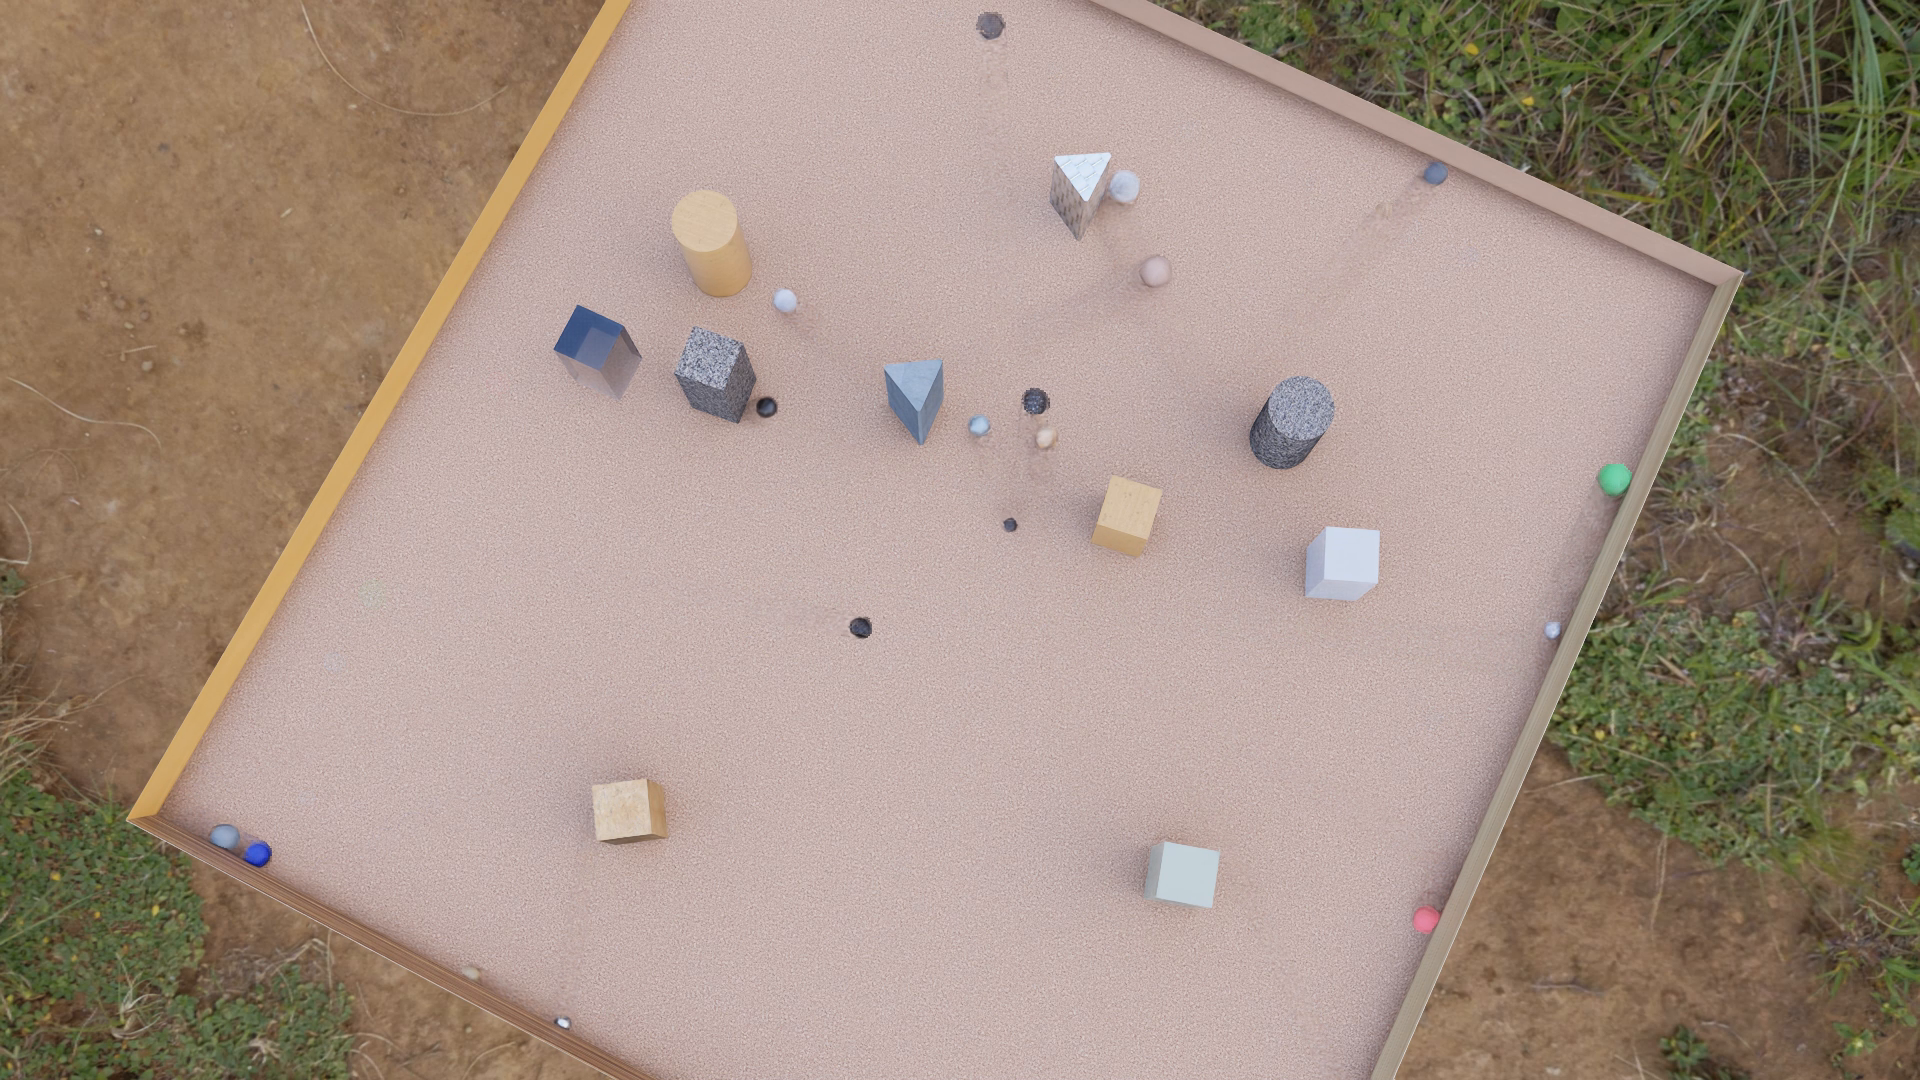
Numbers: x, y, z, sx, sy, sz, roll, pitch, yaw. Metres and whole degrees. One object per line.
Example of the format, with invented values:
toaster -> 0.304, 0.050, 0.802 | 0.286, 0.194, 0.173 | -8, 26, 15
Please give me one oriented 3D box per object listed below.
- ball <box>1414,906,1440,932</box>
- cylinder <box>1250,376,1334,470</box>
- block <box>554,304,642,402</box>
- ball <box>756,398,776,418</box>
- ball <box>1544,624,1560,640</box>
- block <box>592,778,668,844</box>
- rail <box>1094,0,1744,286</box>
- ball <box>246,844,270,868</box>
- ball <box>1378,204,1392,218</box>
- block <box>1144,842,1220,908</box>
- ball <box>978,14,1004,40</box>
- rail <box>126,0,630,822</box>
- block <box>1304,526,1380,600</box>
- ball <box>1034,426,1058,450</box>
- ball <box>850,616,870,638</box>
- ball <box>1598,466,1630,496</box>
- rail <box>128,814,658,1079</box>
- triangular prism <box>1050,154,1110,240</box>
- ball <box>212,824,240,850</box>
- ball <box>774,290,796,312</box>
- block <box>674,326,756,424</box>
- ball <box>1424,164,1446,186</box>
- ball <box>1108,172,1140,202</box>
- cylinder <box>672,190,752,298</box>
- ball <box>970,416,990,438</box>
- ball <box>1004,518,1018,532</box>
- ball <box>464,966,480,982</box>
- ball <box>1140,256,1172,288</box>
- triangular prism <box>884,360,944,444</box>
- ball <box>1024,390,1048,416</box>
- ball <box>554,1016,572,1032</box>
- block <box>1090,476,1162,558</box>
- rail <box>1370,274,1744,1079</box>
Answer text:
ball -> 1.362, 1.105, 5.350 | 0.075, 0.075, 0.075 | 0, 78, 0
cylinder -> 0.994, -0.349, 5.508 | 0.194, 0.355, 0.194 | 0, 78, 0
block -> -1.096, -0.564, 5.567 | 0.155, 0.325, 0.155 | 25, 79, 5
ball -> -0.600, -0.408, 5.668 | 0.064, 0.064, 0.064 | 0, 78, 0
ball -> 1.789, 0.275, 5.535 | 0.048, 0.048, 0.048 | 0, 78, 0
block -> -0.953, 0.789, 5.306 | 0.155, 0.289, 0.155 | -7, 78, -2
rail -> 0.809, -1.578, 5.878 | 3.586, 0.126, 0.045 | 26, 80, 5
ball -> -2.064, 0.929, 5.388 | 0.071, 0.071, 0.071 | 0, 78, 0
ball -> 1.347, -1.044, 5.812 | 0.041, 0.041, 0.041 | 0, 78, 0
block -> 0.630, 0.960, 5.234 | 0.155, 0.360, 0.155 | 10, 78, 2
ball -> 0.100, -1.658, 5.918 | 0.081, 0.081, 0.081 | 0, 78, 0
rail -> -1.583, -0.768, 5.710 | 0.045, 0.126, 3.665 | 26, 80, 5
block -> 1.134, 0.073, 5.447 | 0.155, 0.303, 0.155 | 5, 78, 1
ball -> 0.265, -0.314, 5.646 | 0.070, 0.070, 0.070 | 0, 78, 0
ball -> -0.303, 0.263, 5.530 | 0.063, 0.063, 0.063 | 0, 78, 0
ball -> 2.003, -0.182, 5.608 | 0.091, 0.091, 0.091 | 0, 78, 0
rail -> -0.809, 1.591, 5.222 | 3.586, 0.126, 0.045 | 26, 80, 5
triangular prism -> 0.392, -1.089, 5.672 | 0.145, 0.333, 0.168 | -33, 80, -6
ball -> -2.163, 0.873, 5.396 | 0.078, 0.078, 0.078 | 0, 78, 0
ball -> -0.545, -0.747, 5.736 | 0.070, 0.070, 0.070 | 0, 78, 0
block -> -0.734, -0.494, 5.530 | 0.155, 0.369, 0.155 | 20, 79, 4
ball -> 1.510, -1.162, 5.822 | 0.069, 0.069, 0.069 | 0, 78, 0
ball -> 0.519, -1.115, 5.798 | 0.096, 0.096, 0.096 | 0, 78, 0
cylinder -> -0.753, -0.900, 5.597 | 0.194, 0.402, 0.194 | 0, 78, 0
ball -> 0.061, -0.350, 5.656 | 0.064, 0.064, 0.064 | 0, 78, 0
ball -> 0.155, -0.048, 5.606 | 0.041, 0.041, 0.041 | 0, 78, 0
ball -> -1.420, 1.266, 5.330 | 0.049, 0.049, 0.049 | 0, 78, 0
ball -> 0.613, -0.839, 5.741 | 0.097, 0.097, 0.097 | 0, 78, 0
triangular prism -> -0.111, -0.441, 5.508 | 0.145, 0.391, 0.168 | -36, 81, -7
ball -> 0.233, -0.424, 5.666 | 0.075, 0.075, 0.075 | 0, 78, 0
ball -> -1.148, 1.402, 5.301 | 0.050, 0.050, 0.050 | 0, 78, 0
block -> 0.497, -0.069, 5.495 | 0.155, 0.266, 0.155 | 18, 79, 4
rail -> 1.583, 0.782, 5.390 | 0.045, 0.126, 3.665 | 26, 80, 5
